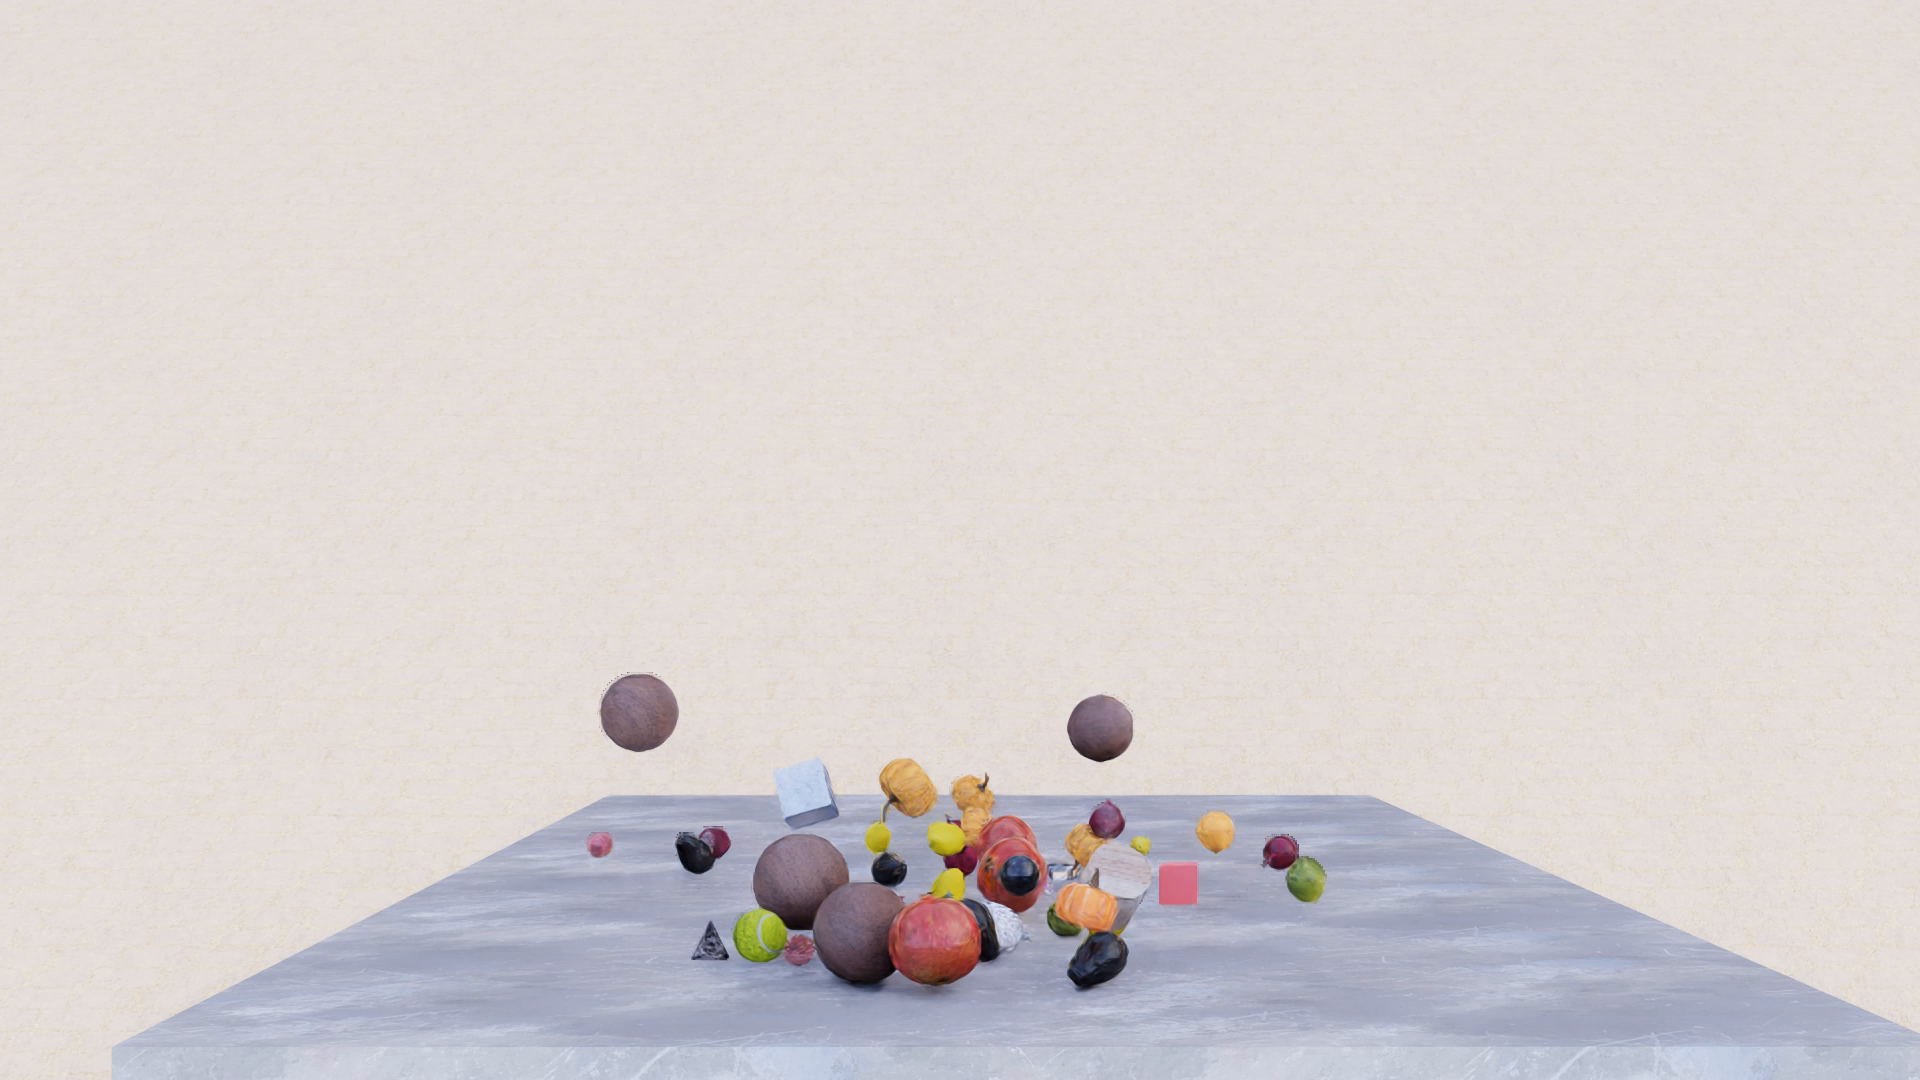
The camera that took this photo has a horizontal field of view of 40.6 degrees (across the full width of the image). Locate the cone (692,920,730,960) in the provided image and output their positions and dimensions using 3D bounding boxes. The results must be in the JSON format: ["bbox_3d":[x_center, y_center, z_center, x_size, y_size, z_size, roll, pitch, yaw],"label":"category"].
[{"bbox_3d":[-0.342,0.547,3.560,0.053,0.053,0.053,0,-2,0],"label":"cone"}]

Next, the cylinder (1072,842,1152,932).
[{"bbox_3d":[0.199,0.458,3.418,0.085,0.085,0.085,9,49,-11],"label":"cylinder"}]

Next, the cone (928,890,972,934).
[{"bbox_3d":[0.002,0.542,3.682,0.067,0.067,0.067,26,32,-14],"label":"cone"}]

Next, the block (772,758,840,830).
[{"bbox_3d":[-0.234,0.386,3.941,0.075,0.075,0.075,-16,68,1],"label":"block"}]

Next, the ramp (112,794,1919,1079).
[{"bbox_3d":[0.077,0.661,4.822,2.000,0.100,4.000,0,-2,0],"label":"ramp"}]

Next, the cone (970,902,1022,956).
[{"bbox_3d":[0.037,0.557,3.603,0.078,0.078,0.078,12,29,17],"label":"cone"}]

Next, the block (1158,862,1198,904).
[{"bbox_3d":[0.359,0.563,4.267,0.062,0.062,0.062,0,-2,6],"label":"block"}]

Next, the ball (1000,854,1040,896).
[{"bbox_3d":[0.087,0.488,3.786,0.060,0.060,0.060,0,35,0],"label":"ball"}]

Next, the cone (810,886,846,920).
[{"bbox_3d":[-0.201,0.539,3.840,0.051,0.051,0.051,-1,32,-25],"label":"cone"}]

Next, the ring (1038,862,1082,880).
[{"bbox_3d":[0.177,0.593,4.655,0.080,0.027,0.080,-1,-3,0],"label":"ring"}]
